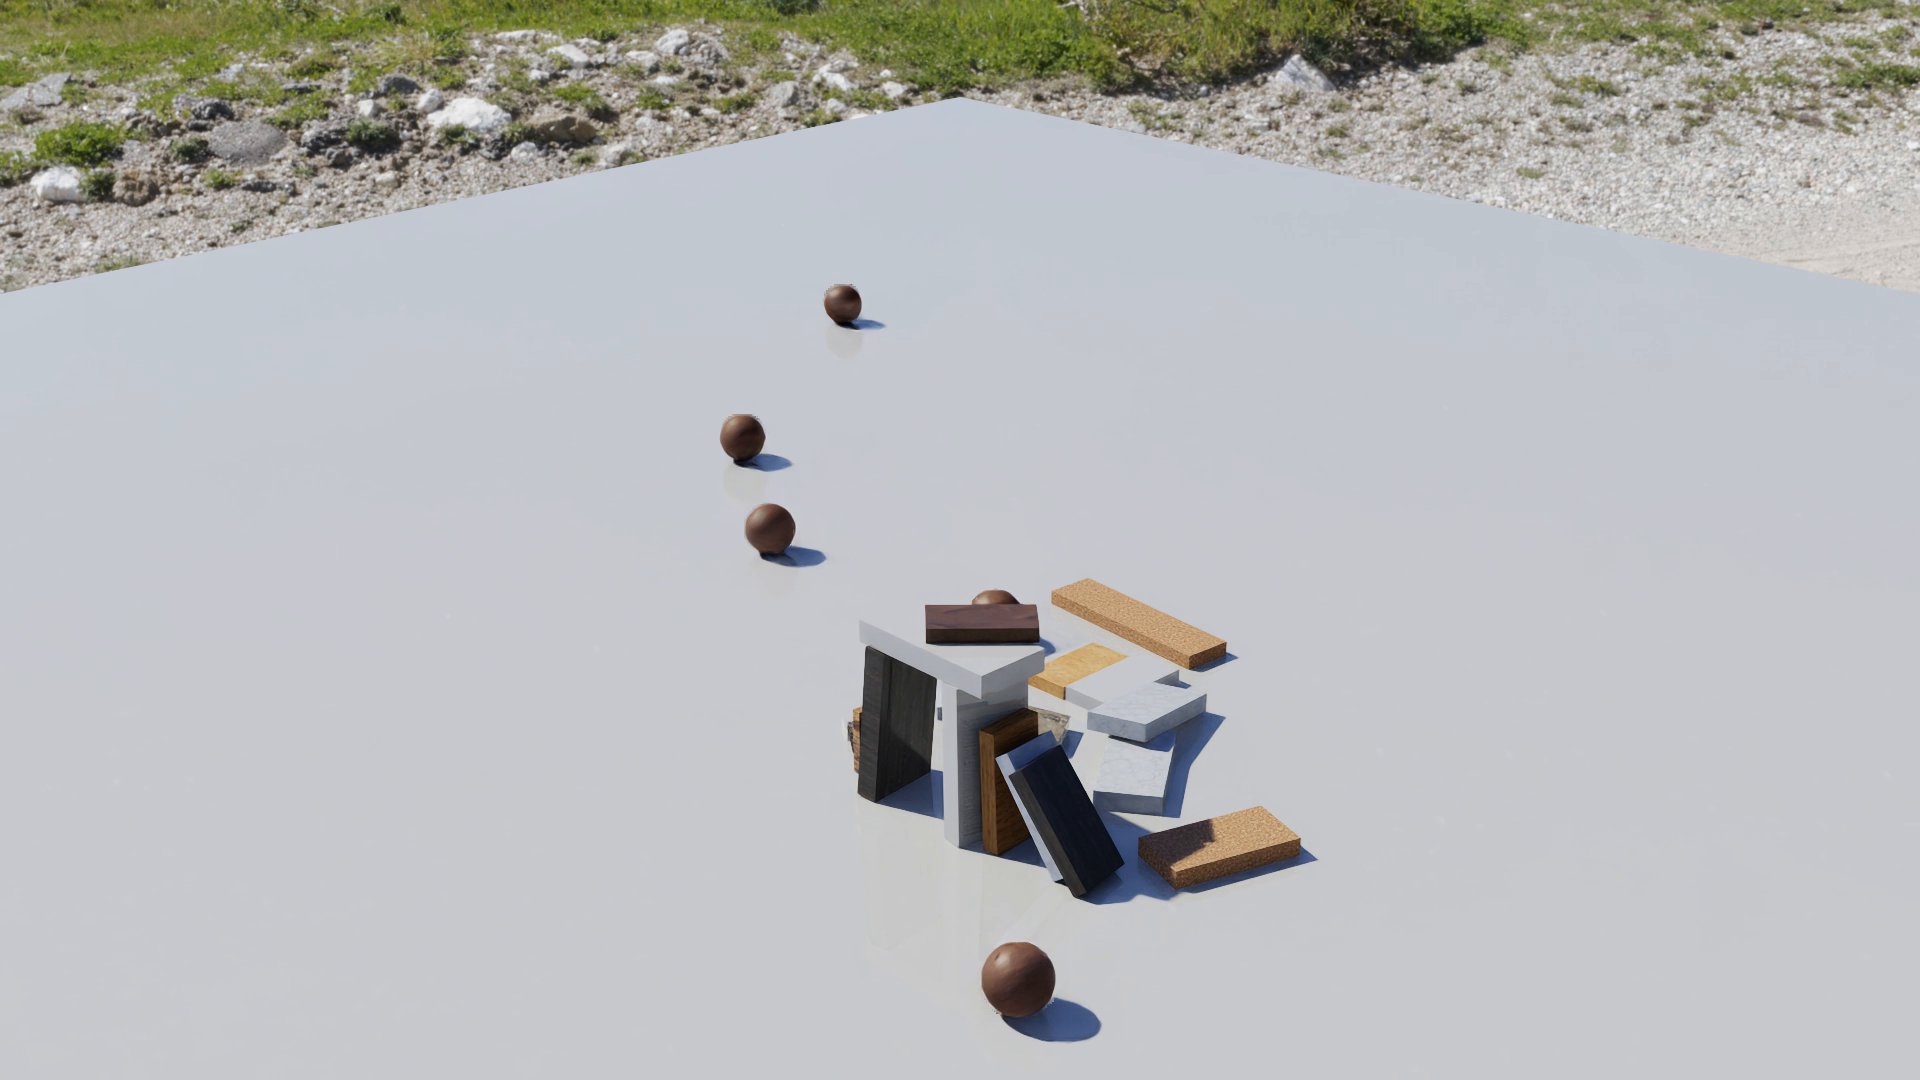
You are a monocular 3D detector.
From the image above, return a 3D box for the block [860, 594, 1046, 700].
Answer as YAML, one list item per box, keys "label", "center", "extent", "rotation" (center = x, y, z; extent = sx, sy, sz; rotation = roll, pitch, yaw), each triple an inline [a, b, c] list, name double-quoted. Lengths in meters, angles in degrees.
- label: "block"
  center: [-0.018, 0.206, 4.322]
  extent: [0.173, 0.049, 0.346]
  rotation: [-21, 31, -40]

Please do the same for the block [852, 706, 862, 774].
- label: "block"
  center: [-0.188, 0.412, 4.602]
  extent: [0.073, 0.146, 0.021]
  rotation: [-19, 29, -37]

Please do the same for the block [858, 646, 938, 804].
- label: "block"
  center: [-0.125, 0.349, 4.491]
  extent: [0.049, 0.346, 0.173]
  rotation: [24, 32, 34]

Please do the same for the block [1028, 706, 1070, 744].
- label: "block"
  center: [0.104, 0.393, 4.749]
  extent: [0.246, 0.035, 0.123]
  rotation: [13, 25, 11]

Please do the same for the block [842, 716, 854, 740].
- label: "block"
  center: [-0.179, 0.404, 4.783]
  extent: [0.146, 0.021, 0.073]
  rotation: [-5, 23, -11]

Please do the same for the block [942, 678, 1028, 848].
- label: "block"
  center: [0.051, 0.419, 4.330]
  extent: [0.173, 0.346, 0.049]
  rotation: [-16, 26, -33]

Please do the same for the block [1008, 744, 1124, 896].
- label: "block"
  center: [0.204, 0.535, 4.203]
  extent: [0.037, 0.261, 0.131]
  rotation: [-30, -2, 43]

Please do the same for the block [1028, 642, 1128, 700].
- label: "block"
  center: [0.270, 0.298, 5.019]
  extent: [0.221, 0.031, 0.111]
  rotation: [-21, 31, -40]

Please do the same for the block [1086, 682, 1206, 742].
- label: "block"
  center: [0.407, 0.371, 4.766]
  extent: [0.141, 0.040, 0.283]
  rotation: [10, 15, 32]

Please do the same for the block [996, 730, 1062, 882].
- label: "block"
  center: [0.178, 0.513, 4.252]
  extent: [0.131, 0.261, 0.037]
  rotation: [-23, -3, -43]

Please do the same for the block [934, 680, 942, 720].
- label: "block"
  center: [-0.025, 0.334, 4.934]
  extent: [0.111, 0.031, 0.221]
  rotation: [-6, 24, -14]

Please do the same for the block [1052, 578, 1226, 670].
- label: "block"
  center: [0.422, 0.196, 5.254]
  extent: [0.123, 0.035, 0.474]
  rotation: [-18, 29, -36]

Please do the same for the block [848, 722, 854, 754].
- label: "block"
  center: [-0.164, 0.416, 4.723]
  extent: [0.146, 0.021, 0.073]
  rotation: [-5, 43, -11]

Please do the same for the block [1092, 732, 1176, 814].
- label: "block"
  center: [0.366, 0.478, 4.583]
  extent: [0.141, 0.040, 0.283]
  rotation: [4, 23, 10]

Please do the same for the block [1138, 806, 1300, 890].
- label: "block"
  center: [0.507, 0.599, 4.298]
  extent: [0.283, 0.040, 0.141]
  rotation: [-11, 25, -24]

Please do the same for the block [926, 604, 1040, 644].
- label: "block"
  center: [0.043, 0.164, 4.319]
  extent: [0.221, 0.031, 0.111]
  rotation: [0, 23, -1]

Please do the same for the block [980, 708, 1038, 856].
- label: "block"
  center: [0.099, 0.473, 4.310]
  extent: [0.037, 0.261, 0.131]
  rotation: [17, 28, 40]

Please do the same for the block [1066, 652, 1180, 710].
- label: "block"
  center: [0.367, 0.325, 4.949]
  extent: [0.246, 0.035, 0.123]
  rotation: [-21, 31, -40]
